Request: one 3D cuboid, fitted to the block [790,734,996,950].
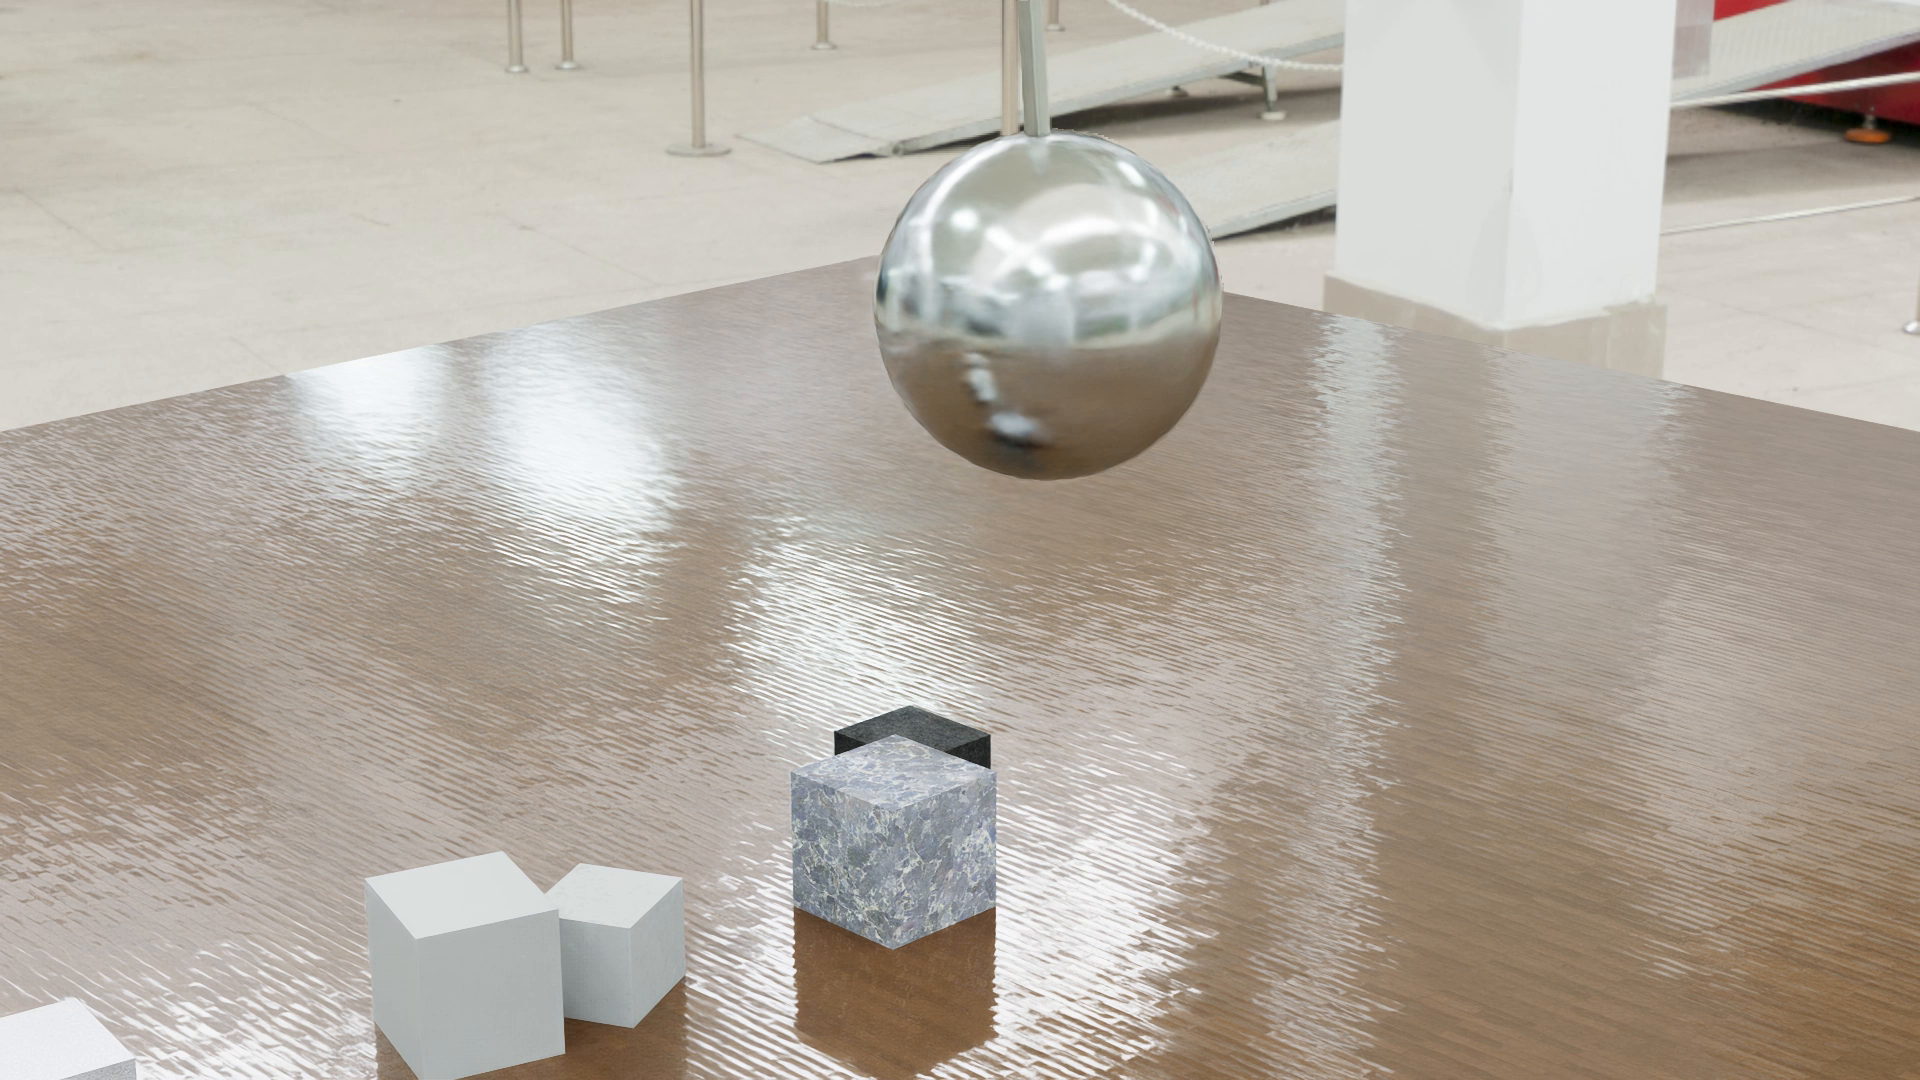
[{"bbox_3d":[-0.292,1.330,13.035,0.640,0.646,0.646,-17,24,-42],"label":"block"}]

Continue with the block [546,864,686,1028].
[{"bbox_3d":[-1.476,1.686,12.235,0.476,0.446,0.529,6,18,18],"label":"block"}]

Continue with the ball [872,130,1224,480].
[{"bbox_3d":[0.402,-1.072,13.426,1.600,1.600,1.600,0,17,0],"label":"ball"}]

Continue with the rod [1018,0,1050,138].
[{"bbox_3d":[0.174,-4.233,12.194,0.080,5.200,0.080,17,29,42],"label":"rod"}]

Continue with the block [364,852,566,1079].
[{"bbox_3d":[-1.998,1.717,11.824,0.586,0.635,0.648,-9,20,-27],"label":"block"}]

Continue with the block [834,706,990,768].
[{"bbox_3d":[-0.226,1.136,13.949,0.498,0.469,0.554,-17,24,-42],"label":"block"}]

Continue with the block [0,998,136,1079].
[{"bbox_3d":[-3.382,2.113,10.664,0.609,0.573,0.596,-12,21,-34],"label":"block"}]
